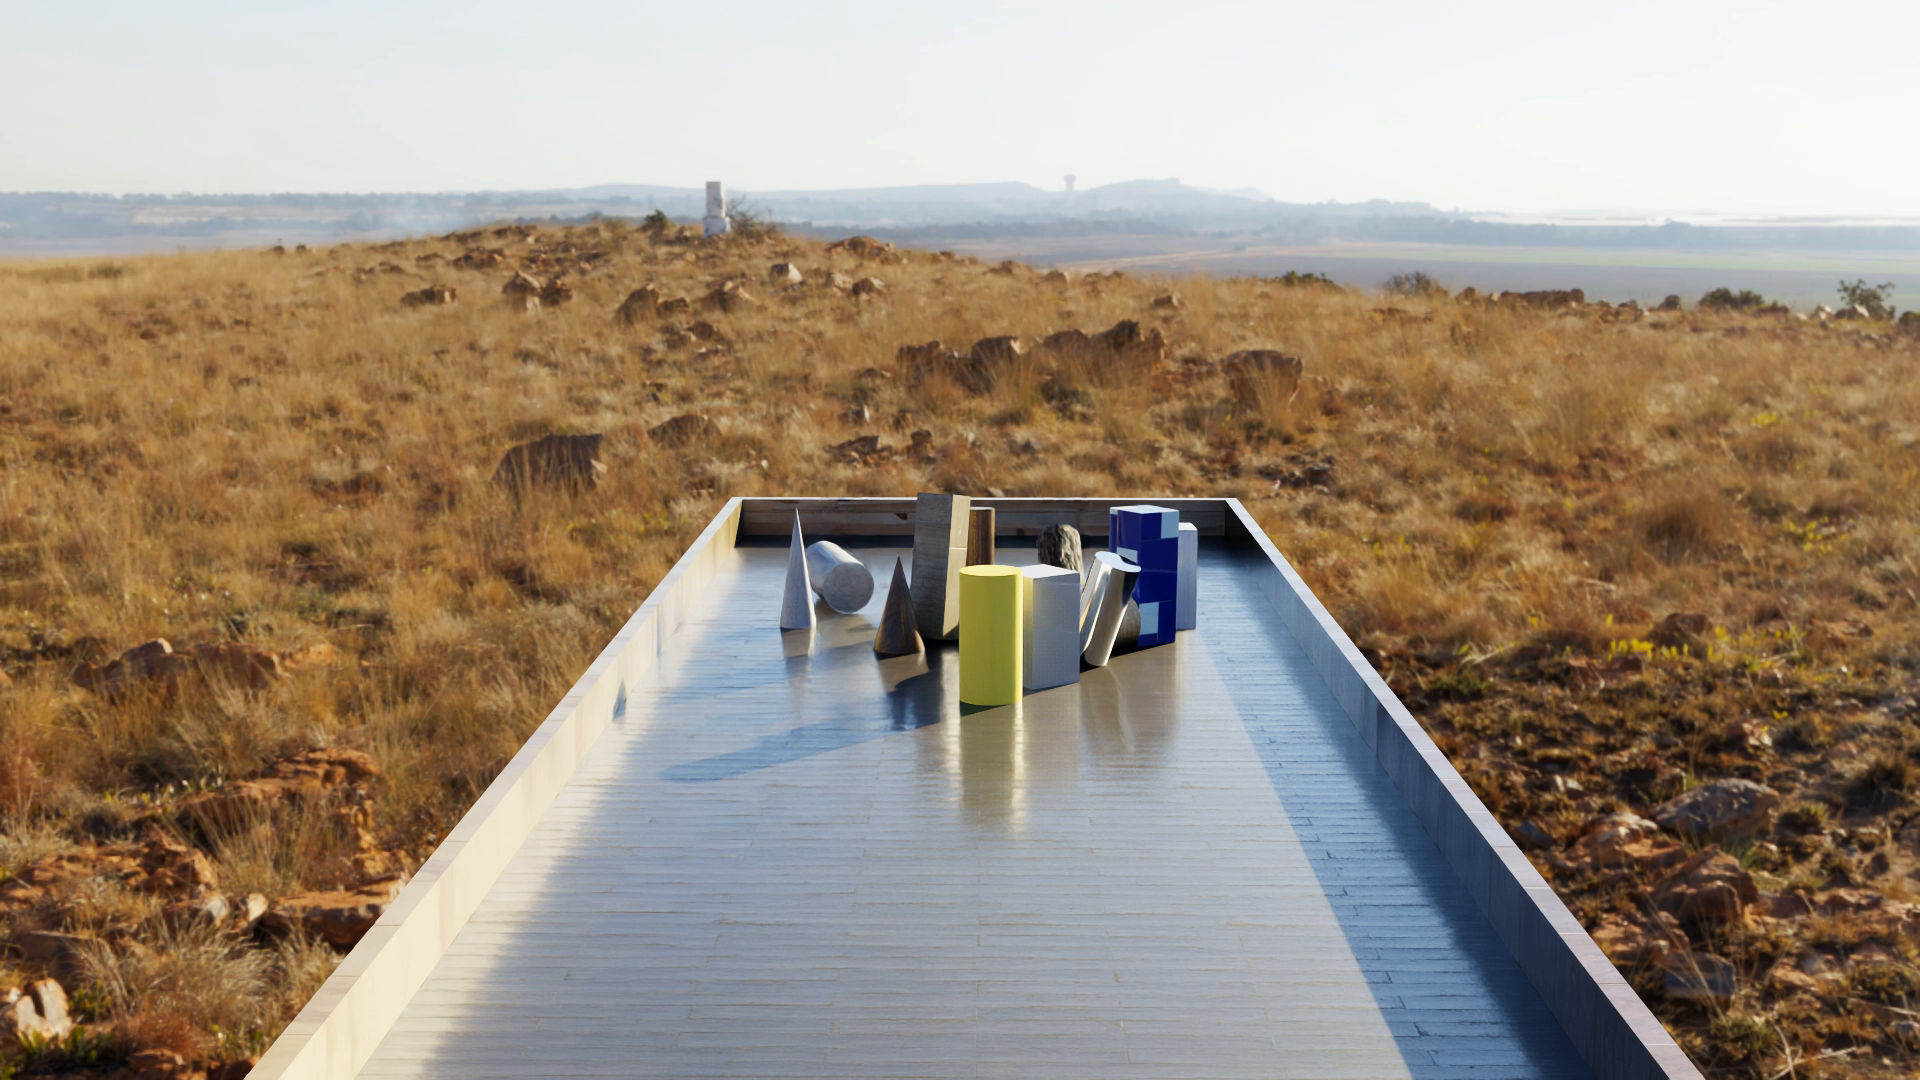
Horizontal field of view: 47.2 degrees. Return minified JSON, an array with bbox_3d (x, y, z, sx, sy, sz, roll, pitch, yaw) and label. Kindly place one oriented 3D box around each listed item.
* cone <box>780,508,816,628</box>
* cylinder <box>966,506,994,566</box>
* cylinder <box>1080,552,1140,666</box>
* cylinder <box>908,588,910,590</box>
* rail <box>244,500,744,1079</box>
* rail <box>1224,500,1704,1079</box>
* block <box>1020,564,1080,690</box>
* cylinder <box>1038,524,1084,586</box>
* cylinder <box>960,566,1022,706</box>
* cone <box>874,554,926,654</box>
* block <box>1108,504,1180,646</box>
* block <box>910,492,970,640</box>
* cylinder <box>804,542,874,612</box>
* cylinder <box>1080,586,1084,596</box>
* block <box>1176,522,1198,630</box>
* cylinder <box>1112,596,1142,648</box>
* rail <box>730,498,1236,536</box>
[{"bbox_3d":[-0.534,0.084,7.211,0.122,0.396,0.122,0,9,0],"label":"cone"},{"bbox_3d":[0.045,0.085,7.227,0.137,0.380,0.137,0,5,0],"label":"cylinder"},{"bbox_3d":[0.424,0.207,6.608,0.143,0.313,0.143,17,17,-5],"label":"cylinder"},{"bbox_3d":[-0.028,0.184,7.495,0.111,0.111,0.368,7,12,38],"label":"cylinder"},{"bbox_3d":[-1.004,0.839,3.234,0.050,0.150,12.000,0,9,1],"label":"rail"},{"bbox_3d":[1.046,0.843,3.208,0.050,0.150,12.000,0,9,1],"label":"rail"},{"bbox_3d":[0.228,0.250,6.396,0.172,0.324,0.172,-6,11,-35],"label":"block"},{"bbox_3d":[0.345,0.106,7.452,0.144,0.144,0.398,0,30,0],"label":"cylinder"},{"bbox_3d":[0.086,0.265,6.167,0.178,0.366,0.178,0,9,0],"label":"cylinder"},{"bbox_3d":[-0.190,0.191,6.832,0.164,0.304,0.164,0,9,0],"label":"cone"},{"bbox_3d":[0.577,0.111,6.952,0.155,0.421,0.155,-5,10,-36],"label":"block"},{"bbox_3d":[-0.067,0.083,6.981,0.126,0.456,0.126,4,0,26],"label":"block"},{"bbox_3d":[-0.430,0.126,7.601,0.178,0.178,0.359,-3,12,-18],"label":"cylinder"},{"bbox_3d":[0.436,0.223,7.092,0.349,0.159,0.159,-9,13,-44],"label":"cylinder"},{"bbox_3d":[0.690,0.117,7.224,0.154,0.327,0.154,0,9,-2],"label":"block"},{"bbox_3d":[0.335,0.268,6.787,0.434,0.167,0.167,-6,11,-32],"label":"cylinder"},{"bbox_3d":[0.099,-0.098,9.147,2.100,0.150,0.050,0,9,1],"label":"rail"}]
